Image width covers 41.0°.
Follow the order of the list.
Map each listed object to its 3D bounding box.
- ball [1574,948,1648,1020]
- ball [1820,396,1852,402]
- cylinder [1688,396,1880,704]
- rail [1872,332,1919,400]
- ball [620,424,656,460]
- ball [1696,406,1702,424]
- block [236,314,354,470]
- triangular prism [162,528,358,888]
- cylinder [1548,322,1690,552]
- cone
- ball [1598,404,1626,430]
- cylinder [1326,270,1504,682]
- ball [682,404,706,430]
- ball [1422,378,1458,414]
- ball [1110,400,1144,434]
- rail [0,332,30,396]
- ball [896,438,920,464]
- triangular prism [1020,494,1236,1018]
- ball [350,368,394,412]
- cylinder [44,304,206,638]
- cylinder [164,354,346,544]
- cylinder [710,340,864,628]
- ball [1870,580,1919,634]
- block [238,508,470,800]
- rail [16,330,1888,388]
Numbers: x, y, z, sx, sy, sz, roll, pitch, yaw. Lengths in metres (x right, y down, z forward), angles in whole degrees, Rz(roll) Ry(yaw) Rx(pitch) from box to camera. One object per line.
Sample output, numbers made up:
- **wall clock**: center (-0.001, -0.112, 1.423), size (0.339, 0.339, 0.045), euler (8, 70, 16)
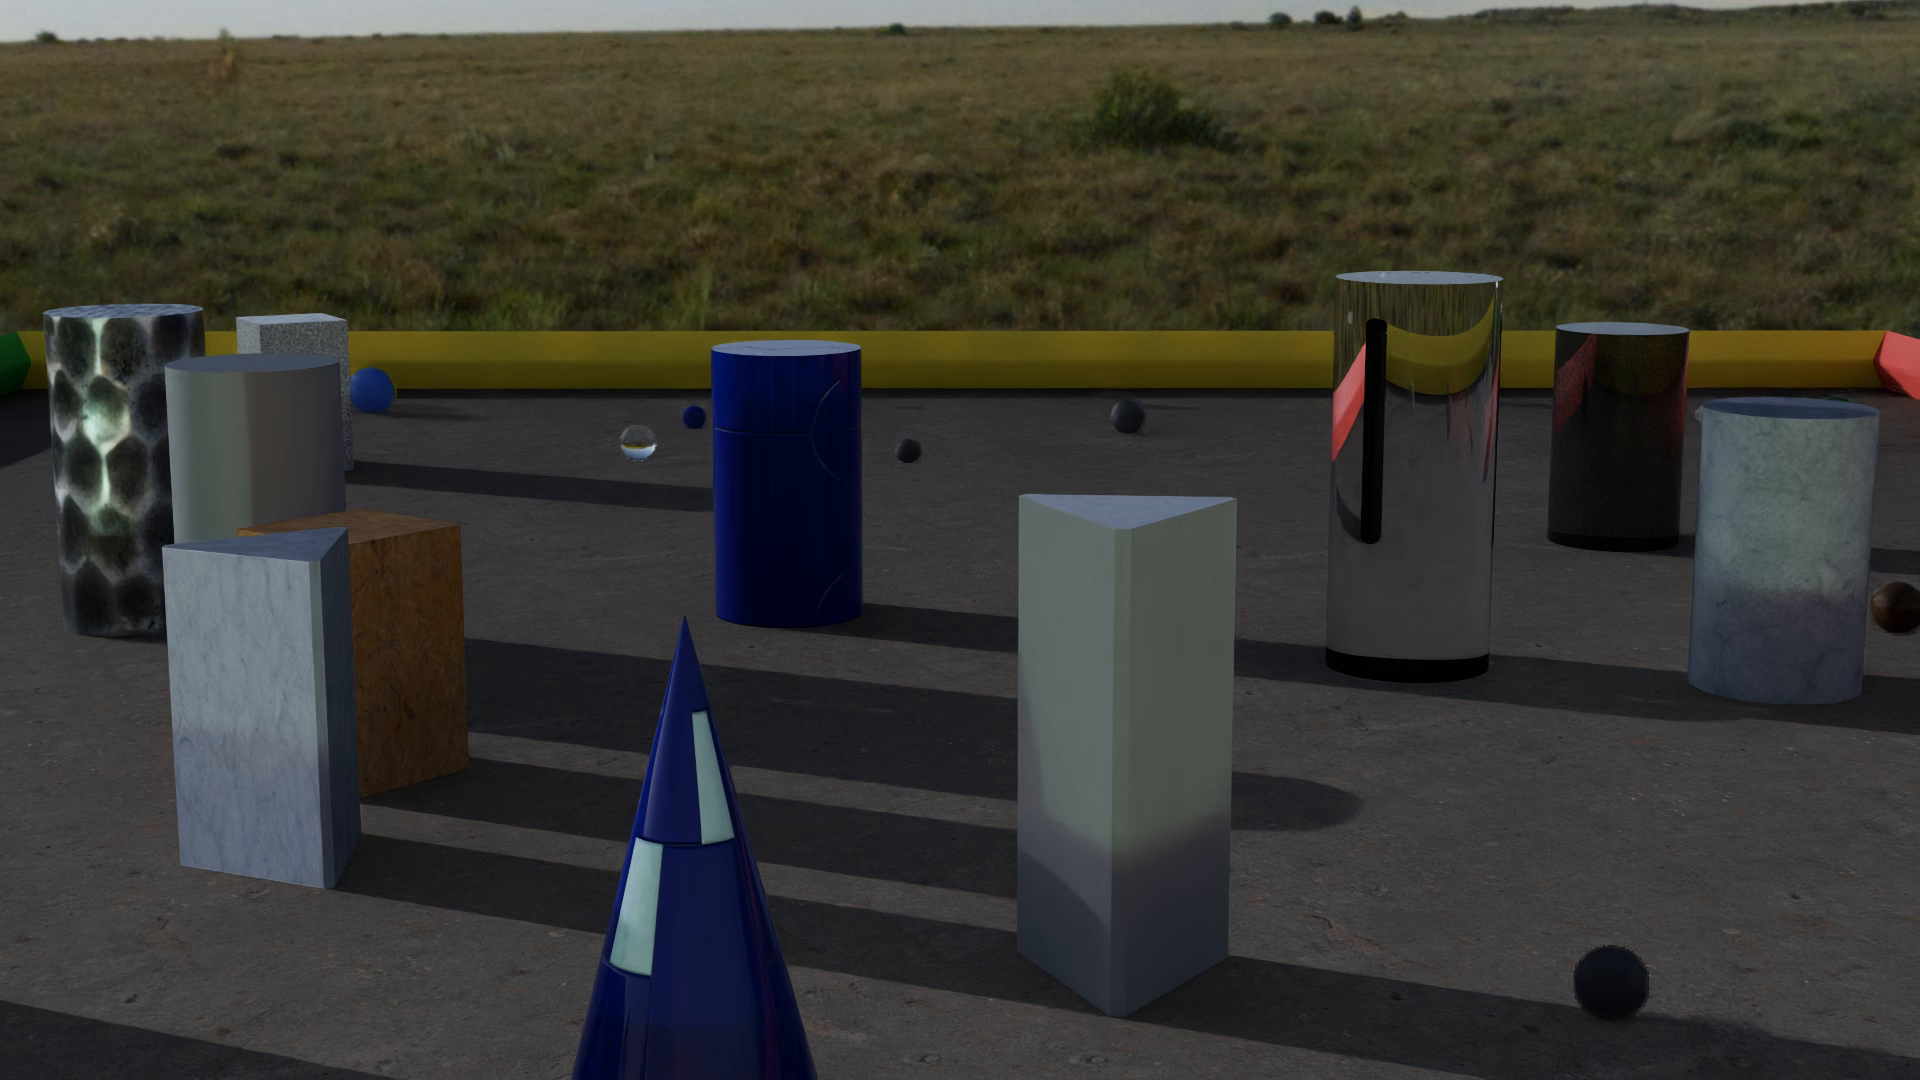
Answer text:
- **ball**: center (0.504, 0.343, 1.984), size (0.055, 0.055, 0.055), euler (0, 10, 0)
- **ball**: center (1.691, -0.230, 4.961), size (0.099, 0.099, 0.099), euler (0, 10, 0)
- **cylinder**: center (0.970, 0.009, 3.029), size (0.199, 0.332, 0.199), euler (0, 10, 0)
- **rail**: center (2.107, 0.031, 3.461), size (0.045, 0.129, 4.892), euler (0, 10, 0)
- **ball**: center (-0.601, -0.183, 4.790), size (0.068, 0.068, 0.068), euler (0, 10, 0)
- **ball**: center (1.529, -0.257, 5.255), size (0.044, 0.044, 0.044), euler (0, 10, 0)
- **block**: center (-1.214, -0.268, 4.684), size (0.159, 0.273, 0.159), euler (-6, 12, -29)
- **triangular prism**: center (-0.611, 0.147, 2.376), size (0.172, 0.298, 0.149), euler (5, 12, 25)
- **cylinder**: center (1.014, -0.162, 3.958), size (0.199, 0.330, 0.199), euler (0, 10, 0)
- **cone**: center (-0.175, 0.235, 1.664), size (0.199, 0.384, 0.199), euler (0, 10, 0)
- **ball**: center (1.318, -0.249, 5.183), size (0.054, 0.054, 0.054), euler (0, 10, 0)
- **cylinder**: center (0.550, -0.081, 3.119), size (0.199, 0.476, 0.199), euler (0, 10, 0)
- **ball**: center (-0.538, -0.249, 5.203), size (0.049, 0.049, 0.049), euler (0, 10, 0)
- **ball**: center (1.019, -0.306, 5.439), size (0.074, 0.074, 0.074), euler (0, 10, 0)
- **ball**: center (0.335, -0.246, 5.134), size (0.068, 0.068, 0.068), euler (0, 10, 0)
- **rail**: center (-2.107, 0.035, 3.437), size (0.045, 0.129, 4.892), euler (0, 10, 0)
- **ball**: center (-0.097, -0.165, 4.755), size (0.046, 0.046, 0.046), euler (0, 10, 0)
- **triangular prism**: center (0.110, 0.160, 2.064), size (0.149, 0.385, 0.172), euler (7, 13, 34)
- **ball**: center (-1.249, -0.318, 5.441), size (0.096, 0.096, 0.096), euler (0, 10, 0)
- **cylinder**: center (-1.084, -0.095, 3.366), size (0.199, 0.413, 0.199), euler (0, 10, 0)
- **cylinder**: center (-0.830, -0.020, 3.045), size (0.199, 0.383, 0.199), euler (0, 10, 0)
- **cylinder**: center (-0.230, -0.079, 3.429), size (0.199, 0.358, 0.199), euler (0, 10, 0)
- **ball**: center (1.217, 0.087, 3.329), size (0.069, 0.069, 0.069), euler (0, 10, 0)
- **block**: center (-0.627, 0.114, 2.657), size (0.159, 0.260, 0.159), euler (8, 13, 38)
- **rail**: center (-0.014, -0.407, 5.831), size (4.262, 0.129, 0.045), euler (0, 10, 0)
